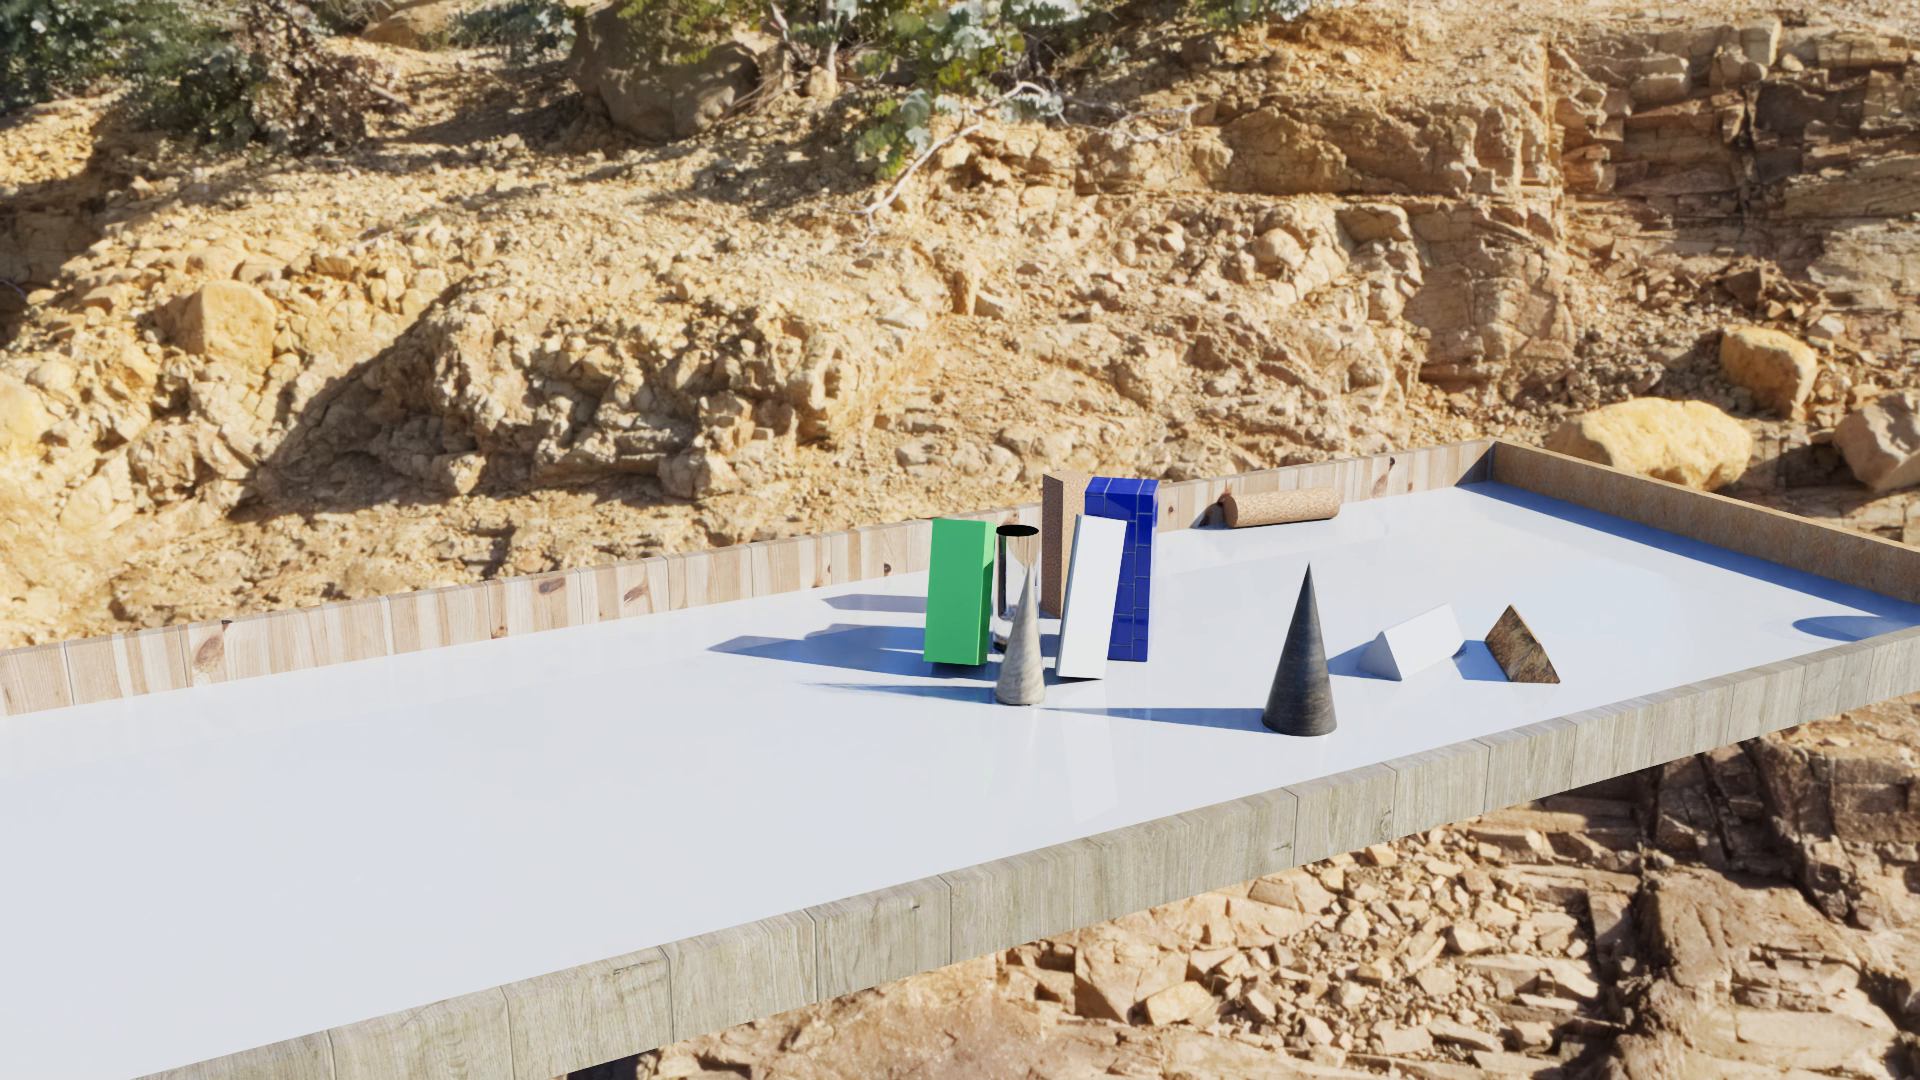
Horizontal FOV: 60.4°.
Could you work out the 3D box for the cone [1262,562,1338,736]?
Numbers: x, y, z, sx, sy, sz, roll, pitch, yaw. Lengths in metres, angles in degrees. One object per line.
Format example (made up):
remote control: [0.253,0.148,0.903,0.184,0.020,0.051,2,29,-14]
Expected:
cone: [0.801,0.238,3.836,0.176,0.400,0.176,0,16,0]

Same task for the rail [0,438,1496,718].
rail: [-3.305,0.497,3.399,12.000,0.150,0.050,-9,18,-27]

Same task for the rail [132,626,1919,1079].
rail: [-2.336,1.006,1.665,12.000,0.150,0.050,-9,18,-27]

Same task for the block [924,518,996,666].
block: [0.001,0.131,4.222,0.138,0.362,0.138,4,-1,12]

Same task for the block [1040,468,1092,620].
block: [0.302,0.011,4.612,0.106,0.397,0.106,-9,19,-28]

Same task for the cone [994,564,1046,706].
cone: [0.157,0.214,3.993,0.126,0.350,0.126,3,16,-1]

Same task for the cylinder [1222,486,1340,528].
cylinder: [1.081,-0.112,5.544,0.386,0.108,0.108,-6,17,-18]

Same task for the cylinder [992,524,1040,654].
cylinder: [0.147,0.129,4.345,0.119,0.321,0.119,0,16,0]

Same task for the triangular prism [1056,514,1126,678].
triangular prism: [0.301,0.138,4.169,0.140,0.401,0.122,6,4,-29]

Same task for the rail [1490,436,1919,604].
rail: [2.466,-0.048,5.253,0.050,0.150,2.100,-9,18,-27]

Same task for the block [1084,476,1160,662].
block: [0.418,0.074,4.313,0.174,0.443,0.174,3,16,11]

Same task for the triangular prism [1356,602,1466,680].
triangular prism: [1.178,0.253,4.280,0.323,0.115,0.133,-16,23,-43]

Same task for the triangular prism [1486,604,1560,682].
triangular prism: [1.455,0.263,4.264,0.121,0.104,0.305,1,16,5]
